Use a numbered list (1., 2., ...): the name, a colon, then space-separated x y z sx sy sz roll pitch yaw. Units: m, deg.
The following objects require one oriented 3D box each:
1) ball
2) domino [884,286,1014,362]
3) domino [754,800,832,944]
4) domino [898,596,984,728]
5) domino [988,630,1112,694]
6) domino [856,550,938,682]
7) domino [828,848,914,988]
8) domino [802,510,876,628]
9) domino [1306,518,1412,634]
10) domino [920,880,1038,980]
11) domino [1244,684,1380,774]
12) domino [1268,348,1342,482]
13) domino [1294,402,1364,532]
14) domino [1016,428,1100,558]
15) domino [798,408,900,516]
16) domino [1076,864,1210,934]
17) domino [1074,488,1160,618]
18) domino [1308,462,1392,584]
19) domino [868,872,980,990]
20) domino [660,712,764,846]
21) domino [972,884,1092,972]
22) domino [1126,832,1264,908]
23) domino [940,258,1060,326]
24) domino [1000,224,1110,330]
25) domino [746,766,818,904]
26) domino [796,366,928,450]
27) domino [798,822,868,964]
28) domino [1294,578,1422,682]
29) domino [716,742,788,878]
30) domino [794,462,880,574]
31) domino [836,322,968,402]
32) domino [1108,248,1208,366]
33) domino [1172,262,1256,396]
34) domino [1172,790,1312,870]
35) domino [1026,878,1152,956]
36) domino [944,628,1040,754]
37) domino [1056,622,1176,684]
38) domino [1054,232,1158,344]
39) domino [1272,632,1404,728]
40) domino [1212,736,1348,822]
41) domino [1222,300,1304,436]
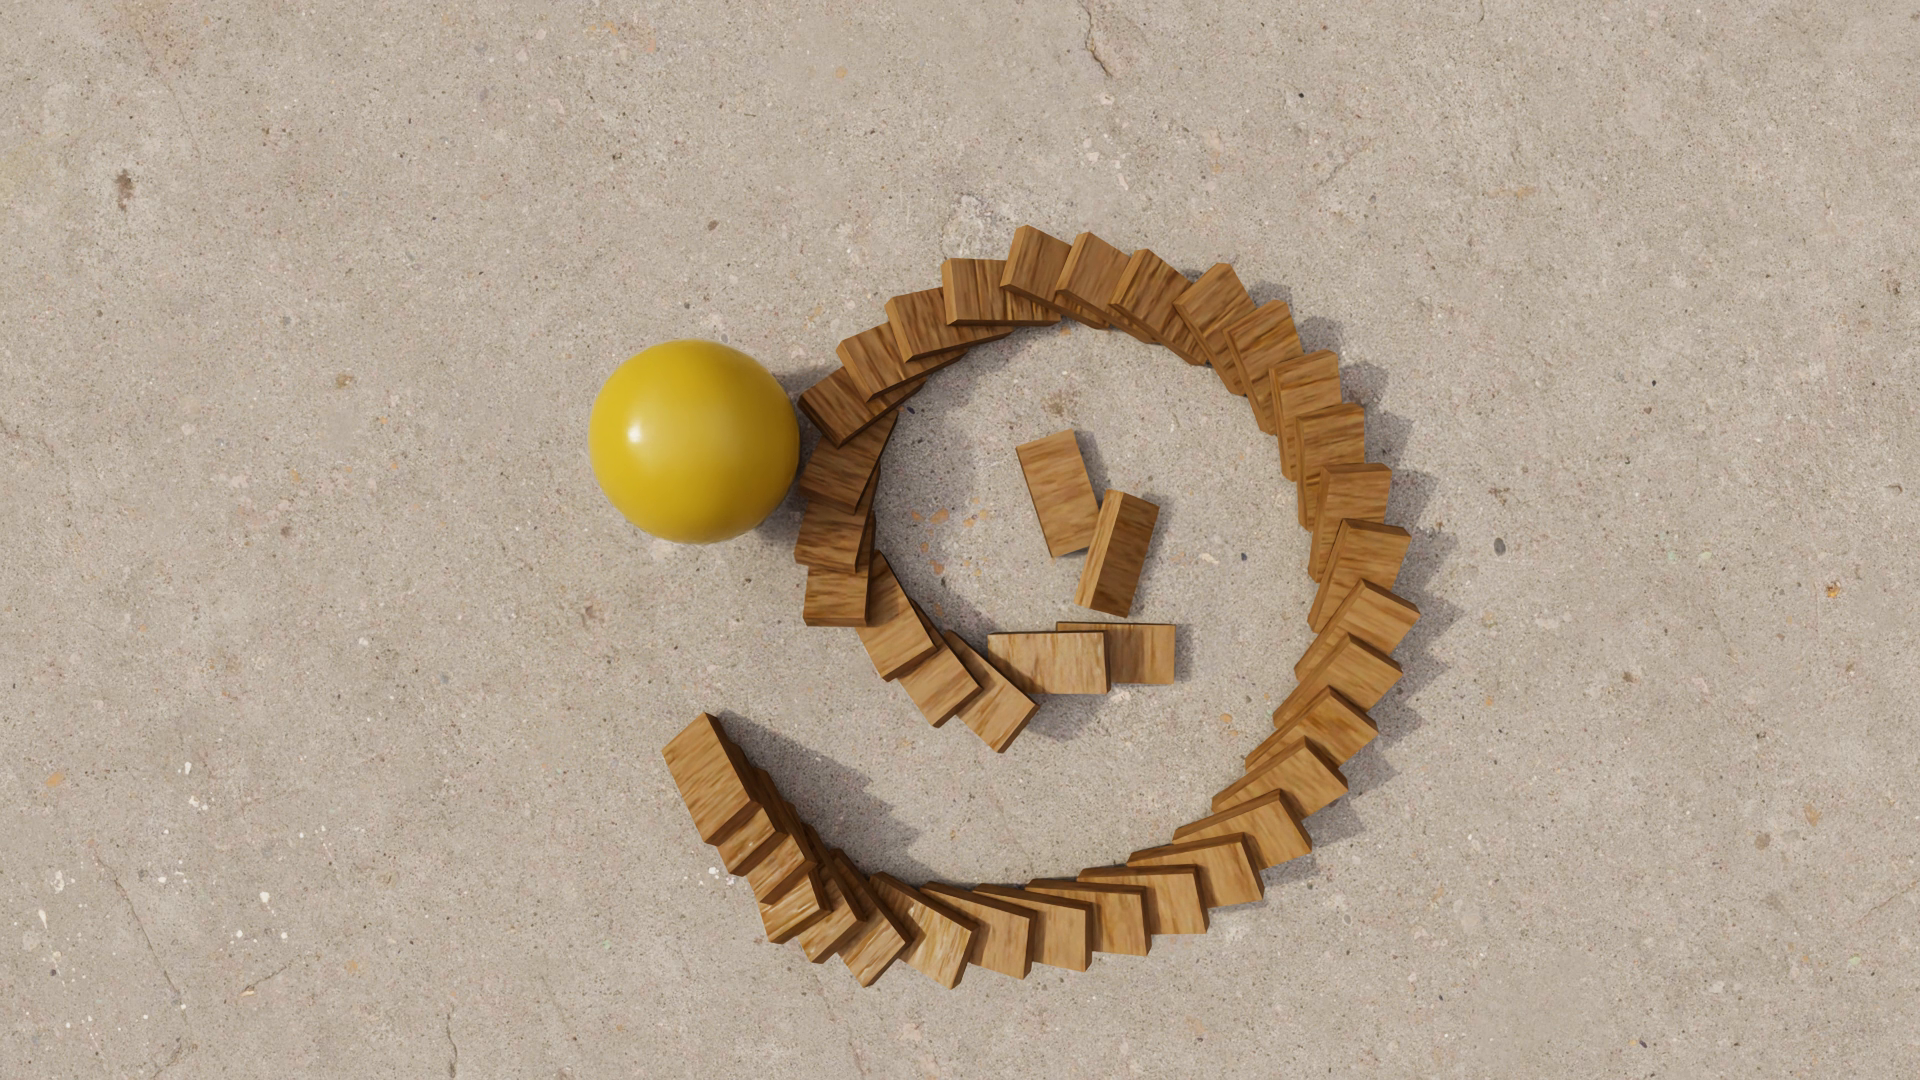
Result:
1. ball: -0.103 -0.038 0.360 0.080 0.080 0.080 0 90 0
2. domino: -0.004 -0.093 0.385 0.050 0.009 0.025 -20 90 -27
3. domino: -0.074 0.137 0.380 0.025 0.009 0.050 -35 53 5
4. domino: -0.015 0.051 0.385 0.025 0.010 0.050 -40 65 1
5. domino: 0.037 0.052 0.387 0.050 0.009 0.025 -3 90 21
6. domino: -0.032 0.031 0.385 0.025 0.010 0.050 -32 66 0
7. domino: -0.045 0.158 0.385 0.025 0.010 0.050 -47 64 0
8. domino: -0.050 0.011 0.383 0.025 0.009 0.050 0 62 3
9. domino: 0.167 0.017 0.385 0.025 0.009 0.050 8 116 0
10. domino: 0.006 0.163 0.385 0.050 0.009 0.025 6 90 25
11. domino: 0.147 0.087 0.385 0.025 0.010 0.050 38 115 0
12. domino: 0.147 -0.052 0.385 0.025 0.010 0.050 -18 115 0
13. domino: 0.156 -0.030 0.385 0.025 0.010 0.050 -13 115 0
14. domino: 0.044 -0.020 0.395 0.025 0.010 0.050 -18 90 0
15. domino: -0.046 -0.037 0.385 0.025 0.009 0.050 21 63 0
16. domino: 0.077 0.151 0.385 0.050 0.009 0.025 -12 90 25
17. domino: 0.067 0.006 0.388 0.025 0.009 0.050 17 90 -40
18. domino: 0.163 -0.007 0.385 0.025 0.009 0.050 -3 115 0
19. domino: -0.019 0.163 0.385 0.050 0.010 0.025 19 90 26
20. domino: -0.104 0.099 0.381 0.025 0.009 0.050 -42 53 0
21. domino: 0.030 0.162 0.385 0.050 0.009 0.025 0 90 25
22. domino: 0.099 0.141 0.385 0.050 0.009 0.025 -21 90 25
23. domino: 0.018 -0.103 0.384 0.050 0.010 0.025 -6 90 -27
24. domino: 0.043 -0.110 0.385 0.050 0.009 0.025 16 90 -26
25. domino: -0.082 0.122 0.381 0.025 0.010 0.050 -42 53 0
26. domino: -0.041 -0.062 0.384 0.050 0.009 0.025 -41 88 -28
27. domino: -0.062 0.146 0.381 0.025 0.010 0.050 -42 54 0
28. domino: 0.166 0.043 0.385 0.025 0.010 0.050 26 115 0
29. domino: -0.094 0.111 0.381 0.025 0.009 0.050 -42 53 0
30. domino: -0.051 -0.012 0.384 0.025 0.010 0.050 10 63 2
31. domino: -0.024 -0.079 0.384 0.050 0.009 0.025 -30 89 -27
32. domino: 0.088 -0.097 0.385 0.050 0.010 0.025 28 90 -26
33. domino: 0.113 -0.088 0.385 0.025 0.010 0.050 -42 116 0
34. domino: 0.118 0.126 0.385 0.050 0.010 0.025 -32 90 26
35. domino: 0.054 0.158 0.385 0.050 0.010 0.025 -6 90 25
36. domino: 0.007 0.063 0.385 0.050 0.009 0.025 39 91 25
37. domino: 0.066 0.048 0.395 0.050 0.010 0.025 1 90 0
38. domino: 0.066 -0.105 0.385 0.050 0.009 0.025 22 90 -26
39. domino: 0.158 0.065 0.385 0.025 0.010 0.050 31 115 0
40. domino: 0.134 0.107 0.385 0.025 0.009 0.050 45 115 0
41. domino: 0.131 -0.072 0.385 0.025 0.010 0.050 -31 116 0
